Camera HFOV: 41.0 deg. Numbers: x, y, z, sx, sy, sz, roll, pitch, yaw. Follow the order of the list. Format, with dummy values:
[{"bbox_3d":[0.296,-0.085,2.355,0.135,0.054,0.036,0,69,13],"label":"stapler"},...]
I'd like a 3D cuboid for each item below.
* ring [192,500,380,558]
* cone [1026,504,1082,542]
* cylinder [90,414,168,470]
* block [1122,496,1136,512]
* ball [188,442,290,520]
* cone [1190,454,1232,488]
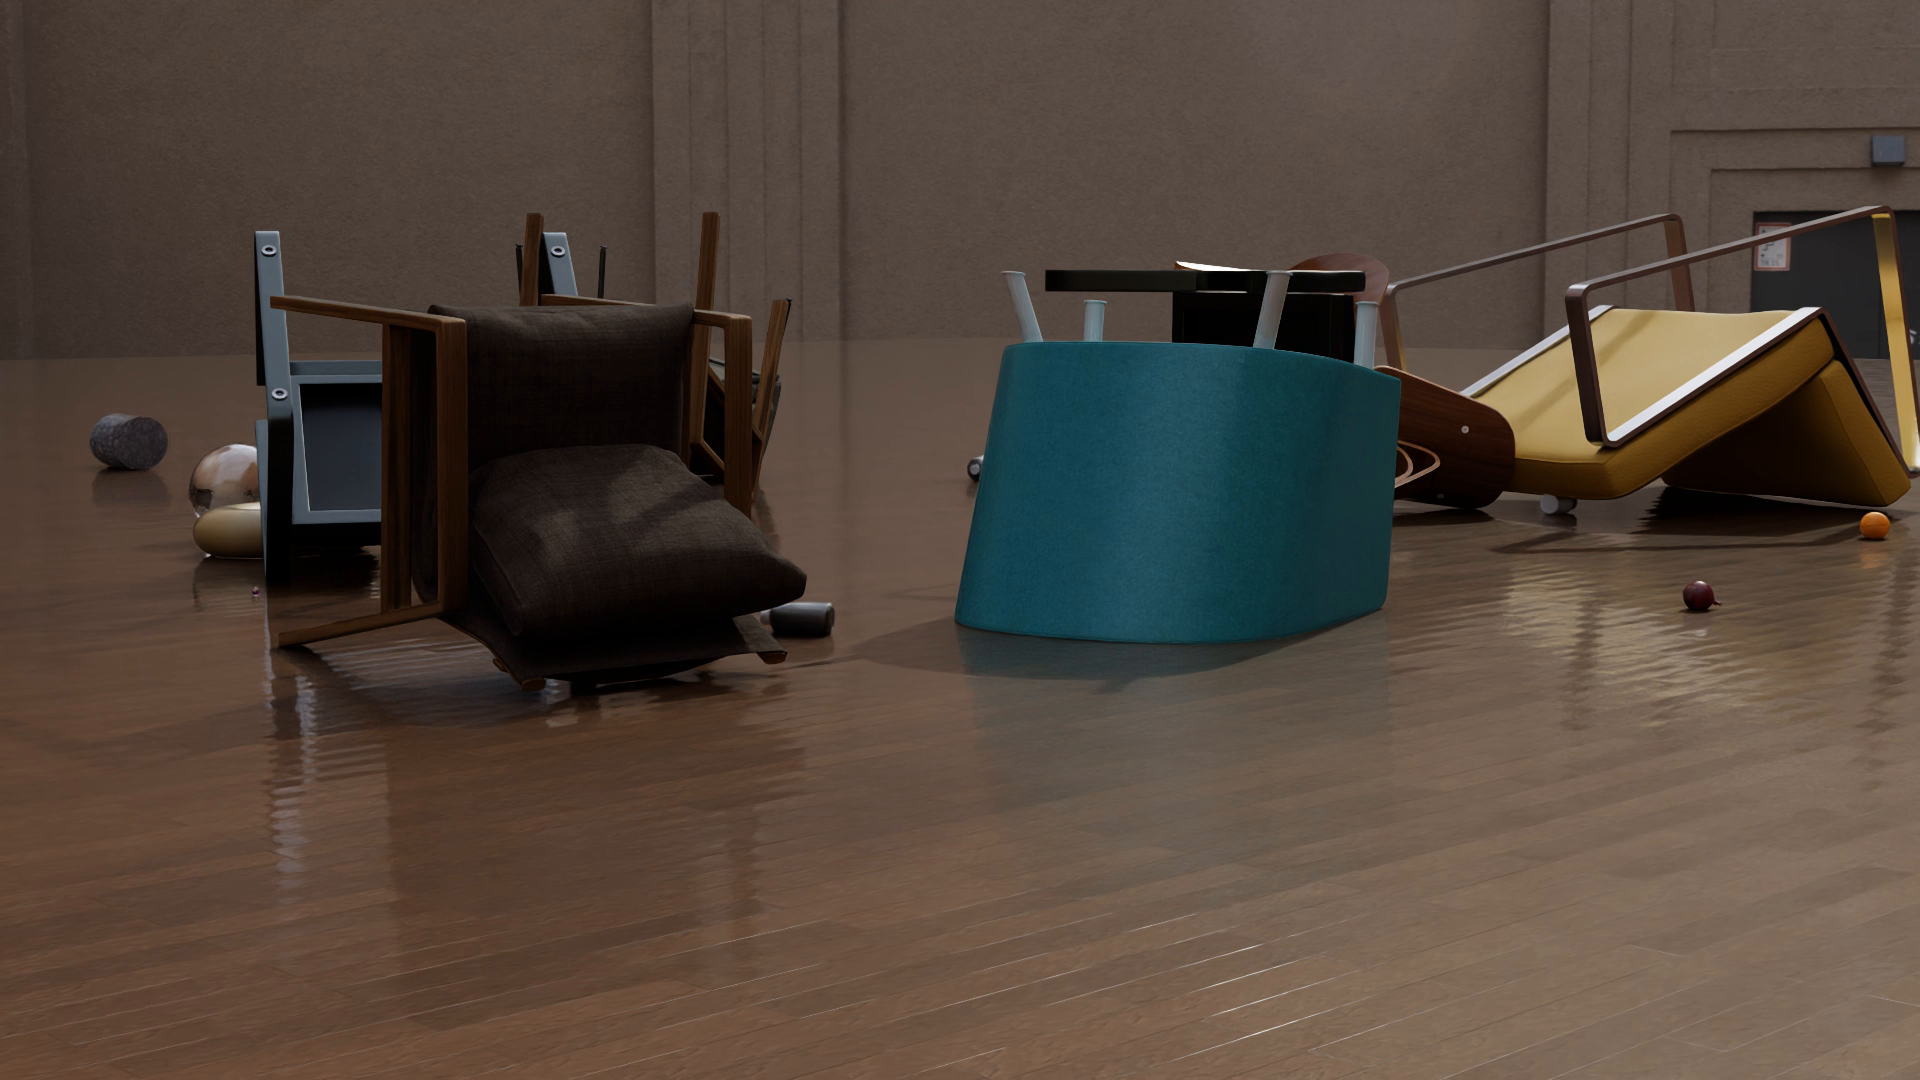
[{"bbox_3d":[-1.608,-0.028,6.139,0.451,0.115,0.361,-6,7,-39],"label":"ring"},{"bbox_3d":[0.237,-0.048,6.455,0.104,0.087,0.177,6,8,44],"label":"cone"},{"bbox_3d":[-2.859,-0.339,8.824,0.187,0.179,0.267,-31,22,-29],"label":"cylinder"},{"bbox_3d":[0.474,-0.102,7.209,0.033,0.040,0.035,2,6,16],"label":"block"},{"bbox_3d":[-1.800,-0.122,6.409,0.243,0.243,0.243,0,6,0],"label":"ball"},{"bbox_3d":[0.809,-0.189,7.980,0.111,0.124,0.187,37,22,27],"label":"cone"}]
